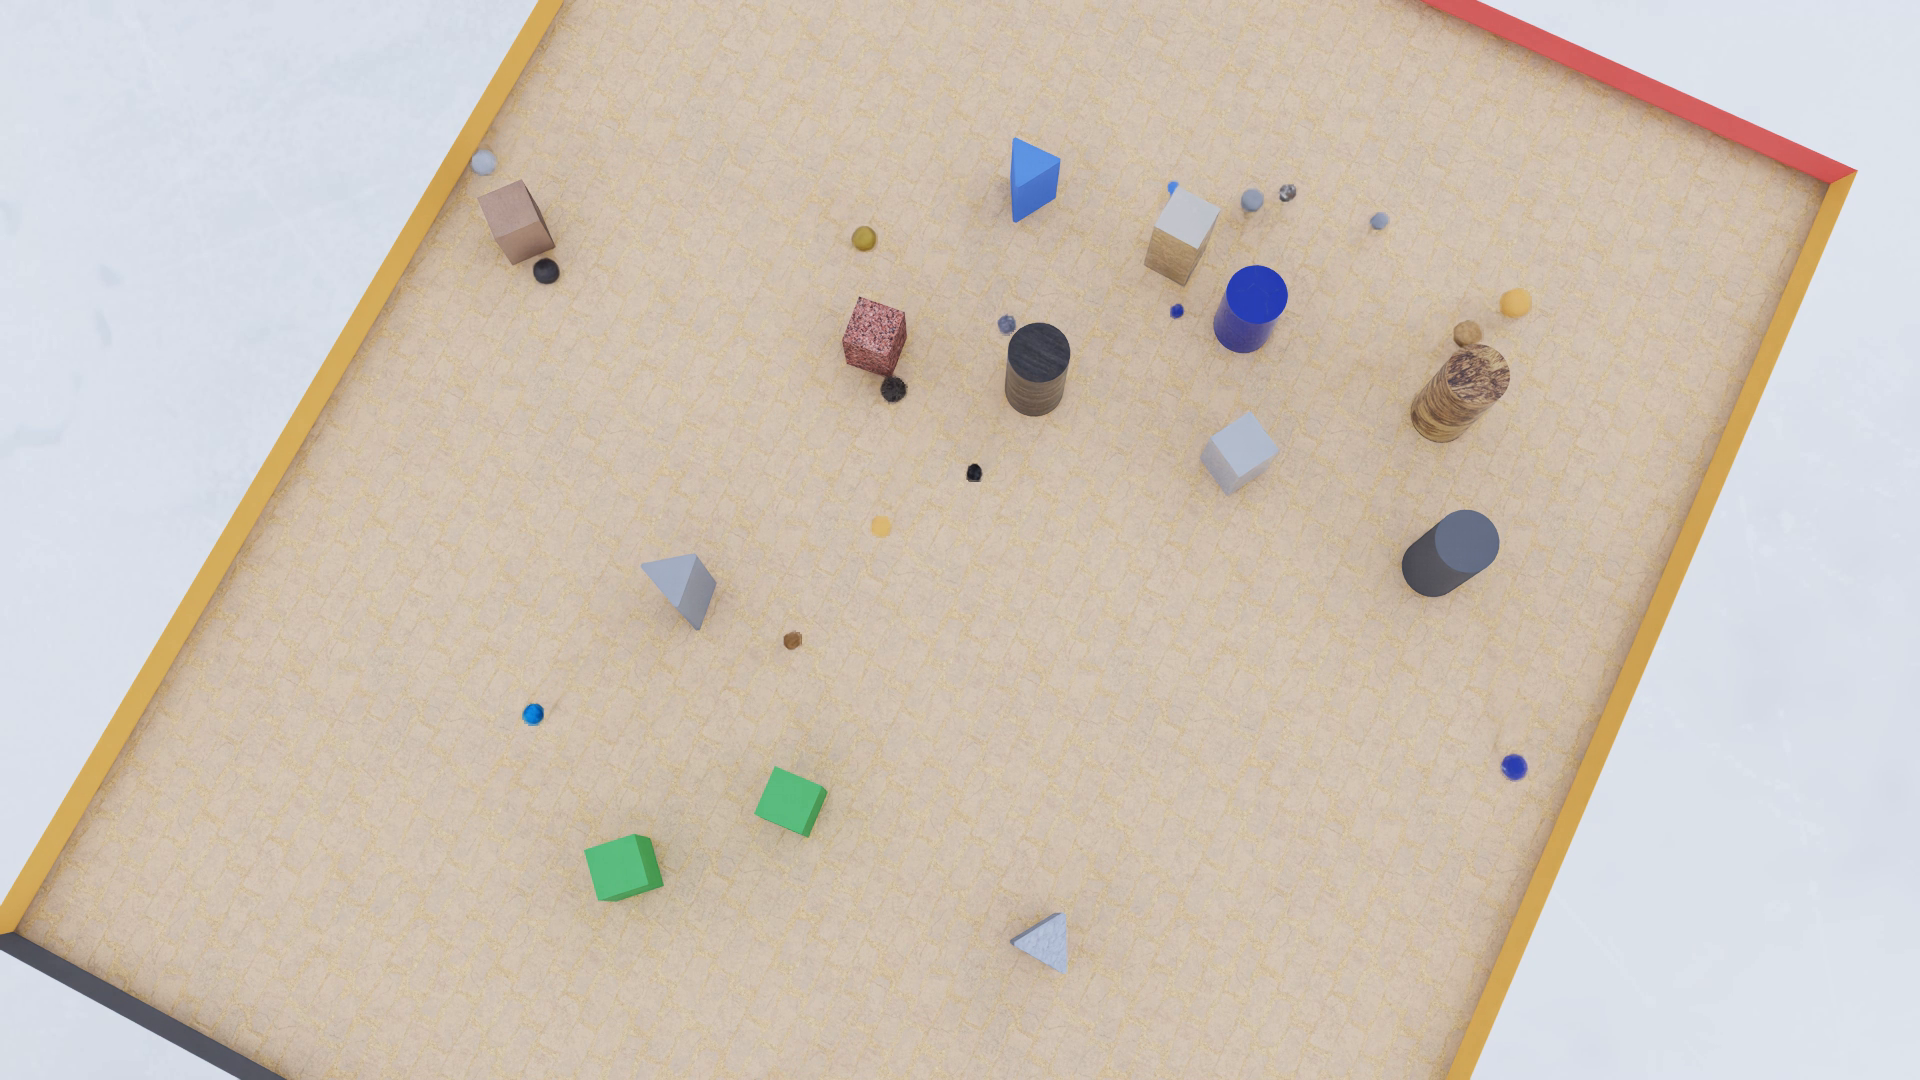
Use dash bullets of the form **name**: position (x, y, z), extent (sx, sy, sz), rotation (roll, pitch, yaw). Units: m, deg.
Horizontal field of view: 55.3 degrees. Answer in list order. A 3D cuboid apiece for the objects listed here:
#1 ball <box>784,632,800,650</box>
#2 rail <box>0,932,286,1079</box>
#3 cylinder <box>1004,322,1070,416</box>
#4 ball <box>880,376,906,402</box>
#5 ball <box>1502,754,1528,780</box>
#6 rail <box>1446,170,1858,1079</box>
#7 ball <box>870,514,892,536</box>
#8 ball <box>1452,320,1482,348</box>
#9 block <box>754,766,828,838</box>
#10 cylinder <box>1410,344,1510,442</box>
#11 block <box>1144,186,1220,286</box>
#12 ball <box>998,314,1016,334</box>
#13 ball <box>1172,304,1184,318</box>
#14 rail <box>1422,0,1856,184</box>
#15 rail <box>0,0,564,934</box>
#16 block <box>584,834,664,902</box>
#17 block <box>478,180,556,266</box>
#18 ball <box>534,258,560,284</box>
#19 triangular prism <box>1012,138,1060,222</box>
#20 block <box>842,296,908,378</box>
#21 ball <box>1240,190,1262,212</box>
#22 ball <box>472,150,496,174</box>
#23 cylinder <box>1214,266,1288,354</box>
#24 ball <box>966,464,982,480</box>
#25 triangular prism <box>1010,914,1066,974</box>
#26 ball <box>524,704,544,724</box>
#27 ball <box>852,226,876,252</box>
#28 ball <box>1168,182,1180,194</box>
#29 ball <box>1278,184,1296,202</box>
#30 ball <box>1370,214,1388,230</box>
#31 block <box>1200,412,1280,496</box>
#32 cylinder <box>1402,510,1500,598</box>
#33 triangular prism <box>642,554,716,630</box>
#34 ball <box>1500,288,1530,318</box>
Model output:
- **ball**: position (-0.507, 0.305, 5.526), extent (0.053, 0.053, 0.053), rotation (0, 78, 0)
- **rail**: position (-1.022, 2.008, 5.139), extent (3.978, 0.119, 0.045), rotation (26, 80, 5)
- **cylinder**: position (0.231, -0.511, 5.534), extent (0.184, 0.368, 0.184), rotation (0, 78, 0)
- **ball**: position (-0.207, -0.465, 5.672), extent (0.079, 0.079, 0.079), rotation (0, 78, 0)
- **ball**: position (1.646, 0.673, 5.439), extent (0.075, 0.075, 0.075), rotation (0, 78, 0)
- **rail**: position (1.758, 0.867, 5.375), extent (0.045, 0.119, 4.617), rotation (26, 80, 5)
- **ball**: position (-0.241, -0.046, 5.593), extent (0.063, 0.063, 0.063), rotation (0, 78, 0)
- **ball**: position (1.579, -0.640, 5.704), extent (0.086, 0.086, 0.086), rotation (0, 78, 0)
- **block**: position (-0.489, 0.764, 5.334), extent (0.147, 0.243, 0.147), rotation (22, 79, 4)
- **cylinder**: position (1.493, -0.434, 5.488), extent (0.184, 0.428, 0.184), rotation (0, 78, 0)
- **block**: position (0.680, -0.930, 5.638), extent (0.147, 0.334, 0.147), rotation (29, 80, 6)
- **ball**: position (0.146, -0.675, 5.726), extent (0.059, 0.059, 0.059), rotation (0, 78, 0)
- **ball**: position (0.683, -0.719, 5.743), extent (0.043, 0.043, 0.043), rotation (0, 78, 0)
- **rail**: position (1.022, -1.995, 5.967), extent (3.978, 0.119, 0.045), rotation (26, 80, 5)
- **rail**: position (-1.758, -0.854, 5.731), extent (0.045, 0.119, 4.617), rotation (26, 80, 5)
- **block**: position (-0.965, 0.946, 5.280), extent (0.147, 0.275, 0.147), rotation (-18, 79, -4)
- **block**: position (-1.378, -0.986, 5.703), extent (0.147, 0.229, 0.147), rotation (-24, 79, -5)
- **ball**: position (-1.297, -0.843, 5.749), extent (0.082, 0.082, 0.082), rotation (0, 78, 0)
- **triangular prism**: position (0.201, -1.137, 5.703), extent (0.159, 0.290, 0.138), rotation (-33, 80, -6)
- **block**: position (-0.260, -0.618, 5.622), extent (0.147, 0.240, 0.147), rotation (19, 79, 4)
- **ball**: position (0.923, -1.073, 5.802), extent (0.071, 0.071, 0.071), rotation (0, 78, 0)
- **ball**: position (-1.512, -1.202, 5.825), extent (0.078, 0.078, 0.078), rotation (0, 78, 0)
- **cylinder**: position (0.887, -0.704, 5.613), extent (0.184, 0.291, 0.184), rotation (0, 78, 0)
- **ball**: position (0.045, -0.209, 5.634), extent (0.050, 0.050, 0.050), rotation (0, 78, 0)
- **triangular prism**: position (0.248, 1.111, 5.153), extent (0.159, 0.459, 0.138), rotation (29, 80, 6)
- **ball**: position (-1.274, 0.519, 5.478), extent (0.061, 0.061, 0.061), rotation (0, 78, 0)
- **ball**: position (-0.302, -0.950, 5.772), extent (0.079, 0.079, 0.079), rotation (0, 78, 0)
- **ball**: position (0.679, -1.119, 5.827), extent (0.040, 0.040, 0.040), rotation (0, 78, 0)
- **ball**: position (1.037, -1.099, 5.816), extent (0.054, 0.054, 0.054), rotation (0, 78, 0)
- **ball**: position (1.325, -1.006, 5.798), extent (0.053, 0.053, 0.053), rotation (0, 78, 0)
- **block**: position (0.842, -0.258, 5.541), extent (0.147, 0.251, 0.147), rotation (-33, 80, -6)
- **cylinder**: position (1.441, 0.043, 5.403), extent (0.184, 0.401, 0.184), rotation (0, 78, 0)
- **triangular prism**: position (-0.795, 0.128, 5.369), extent (0.138, 0.433, 0.159), rotation (-41, 81, -8)
- **ball**: position (1.731, -0.738, 5.722), extent (0.092, 0.092, 0.092), rotation (0, 78, 0)
